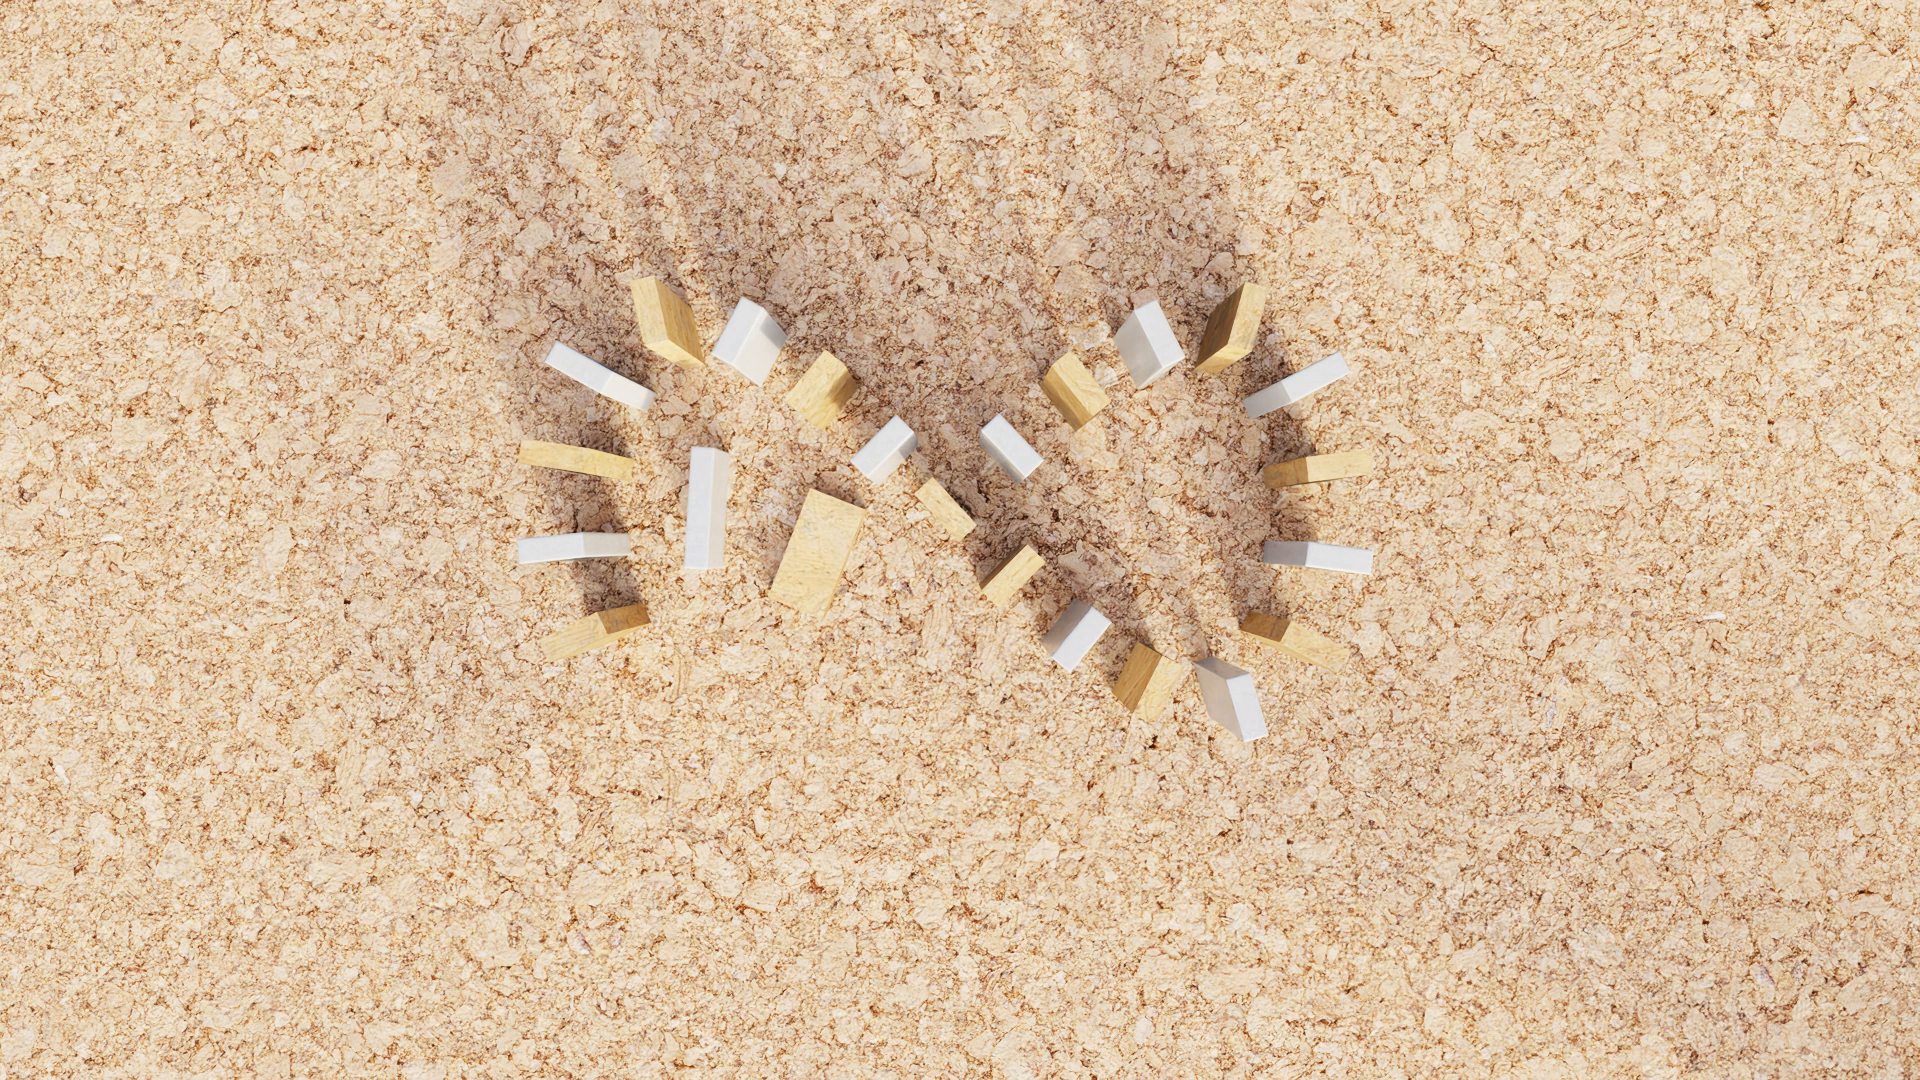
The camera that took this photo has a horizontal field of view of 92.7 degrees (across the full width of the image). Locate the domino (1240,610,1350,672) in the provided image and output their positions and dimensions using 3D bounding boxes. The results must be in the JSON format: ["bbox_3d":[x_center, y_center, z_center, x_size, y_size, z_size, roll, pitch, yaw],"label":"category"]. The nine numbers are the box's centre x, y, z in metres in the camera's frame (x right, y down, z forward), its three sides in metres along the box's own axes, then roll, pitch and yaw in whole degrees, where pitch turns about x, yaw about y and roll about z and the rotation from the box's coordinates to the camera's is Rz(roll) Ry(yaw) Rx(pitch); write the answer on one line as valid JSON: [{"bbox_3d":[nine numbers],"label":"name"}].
[{"bbox_3d":[0.136,0.041,0.375,0.025,0.050,0.010,28,90,0],"label":"domino"}]

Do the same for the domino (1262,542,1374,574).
[{"bbox_3d":[0.145,0.007,0.375,0.025,0.050,0.010,8,90,0],"label":"domino"}]

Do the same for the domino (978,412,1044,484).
[{"bbox_3d":[0.020,-0.036,0.375,0.010,0.050,0.025,-44,90,0],"label":"domino"}]

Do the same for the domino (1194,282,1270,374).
[{"bbox_3d":[0.110,-0.085,0.375,0.010,0.050,0.025,16,90,0],"label":"domino"}]

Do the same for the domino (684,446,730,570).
[{"bbox_3d":[-0.107,-0.013,0.388,0.010,0.025,0.050,4,90,0],"label":"domino"}]

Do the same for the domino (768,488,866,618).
[{"bbox_3d":[-0.061,0.006,0.395,0.025,0.010,0.050,21,90,0],"label":"domino"}]

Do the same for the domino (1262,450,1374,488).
[{"bbox_3d":[0.145,-0.028,0.375,0.025,0.050,0.009,-7,90,0],"label":"domino"}]

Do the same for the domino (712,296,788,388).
[{"bbox_3d":[-0.085,-0.080,0.375,0.009,0.050,0.025,28,90,0],"label":"domino"}]

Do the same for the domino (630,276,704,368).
[{"bbox_3d":[-0.119,-0.088,0.375,0.009,0.050,0.025,-13,90,0],"label":"domino"}]

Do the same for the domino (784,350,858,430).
[{"bbox_3d":[-0.056,-0.060,0.375,0.009,0.050,0.025,39,90,0],"label":"domino"}]

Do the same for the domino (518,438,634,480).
[{"bbox_3d":[-0.156,-0.032,0.375,0.025,0.050,0.010,8,90,0],"label":"domino"}]

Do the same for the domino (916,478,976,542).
[{"bbox_3d":[-0.006,-0.012,0.375,0.010,0.050,0.025,-42,90,0],"label":"domino"}]

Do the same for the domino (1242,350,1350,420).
[{"bbox_3d":[0.136,-0.063,0.375,0.025,0.050,0.010,-27,90,0],"label":"domino"}]

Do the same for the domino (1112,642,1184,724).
[{"bbox_3d":[0.076,0.057,0.375,0.009,0.050,0.025,27,90,0],"label":"domino"}]

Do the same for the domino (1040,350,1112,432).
[{"bbox_3d":[0.046,-0.060,0.375,0.009,0.050,0.025,-39,90,0],"label":"domino"}]

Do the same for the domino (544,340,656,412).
[{"bbox_3d":[-0.146,-0.066,0.375,0.025,0.050,0.010,29,90,0],"label":"domino"}]

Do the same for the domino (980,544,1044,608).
[{"bbox_3d":[0.020,0.014,0.375,0.009,0.050,0.025,45,90,0],"label":"domino"}]

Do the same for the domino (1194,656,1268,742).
[{"bbox_3d":[0.110,0.064,0.375,0.009,0.050,0.025,-16,90,0],"label":"domino"}]

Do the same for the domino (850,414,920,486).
[{"bbox_3d":[-0.030,-0.036,0.375,0.025,0.050,0.010,-45,90,0],"label":"domino"}]

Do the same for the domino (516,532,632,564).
[{"bbox_3d":[-0.156,0.003,0.375,0.025,0.050,0.009,-6,90,0],"label":"domino"}]

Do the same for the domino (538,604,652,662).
[{"bbox_3d":[-0.148,0.037,0.375,0.025,0.050,0.009,-26,90,0],"label":"domino"}]

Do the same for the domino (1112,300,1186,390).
[{"bbox_3d":[0.076,-0.079,0.375,0.010,0.050,0.025,-27,90,0],"label":"domino"}]

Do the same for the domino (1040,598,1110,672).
[{"bbox_3d":[0.046,0.038,0.375,0.009,0.050,0.025,39,90,0],"label":"domino"}]
